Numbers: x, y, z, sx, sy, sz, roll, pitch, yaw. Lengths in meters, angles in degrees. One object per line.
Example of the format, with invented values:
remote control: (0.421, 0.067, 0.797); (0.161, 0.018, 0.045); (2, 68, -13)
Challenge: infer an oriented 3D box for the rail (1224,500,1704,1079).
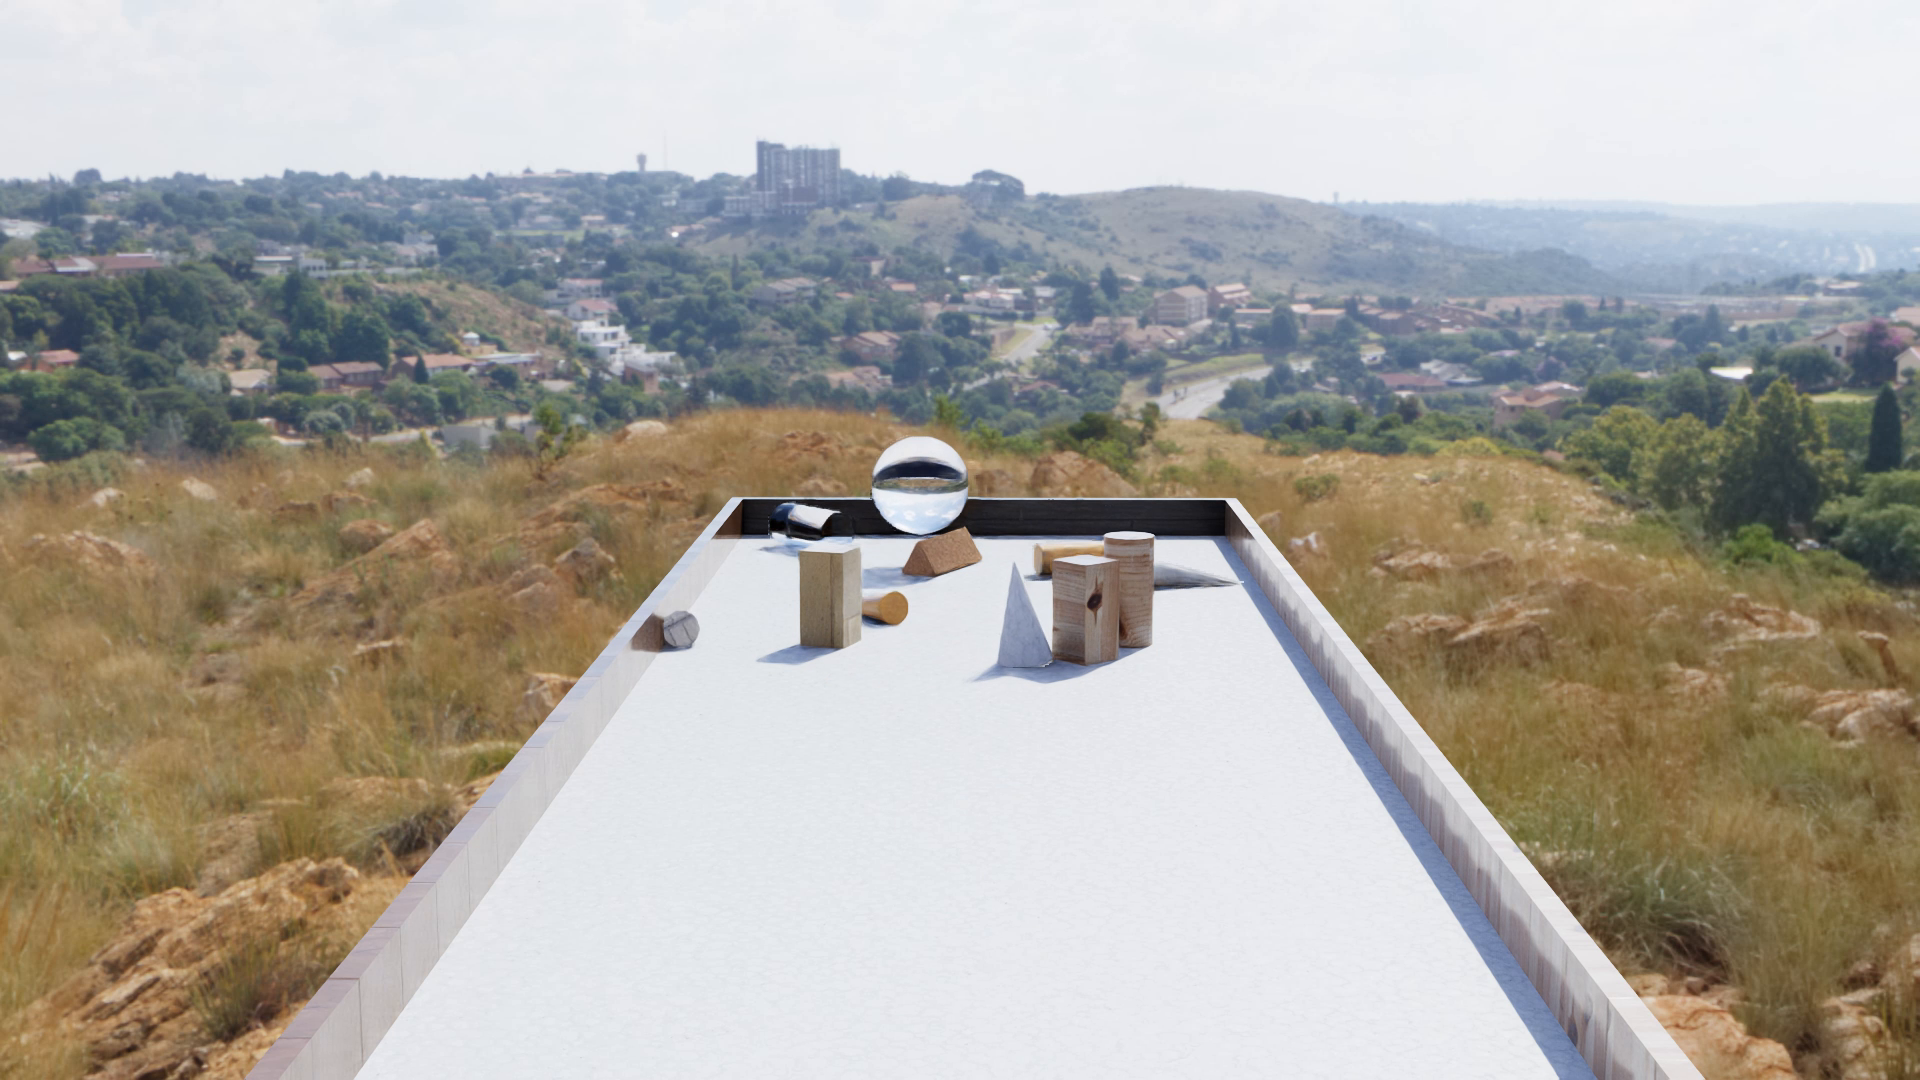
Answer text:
rail: (1.046, 0.843, 3.208); (0.050, 0.150, 12.000); (0, 9, 1)

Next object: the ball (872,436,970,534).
ball: (-0.151, -0.208, 8.338); (0.373, 0.373, 0.373); (0, 9, 0)

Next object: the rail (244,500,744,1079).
rail: (-1.004, 0.839, 3.234); (0.050, 0.150, 12.000); (0, 9, 1)

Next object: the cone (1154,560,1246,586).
cone: (0.823, 0.137, 7.950); (0.439, 0.123, 0.123); (7, 8, -5)

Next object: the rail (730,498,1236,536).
rail: (0.099, -0.098, 9.147); (2.100, 0.150, 0.050); (0, 9, 1)

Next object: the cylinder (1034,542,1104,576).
cylinder: (0.457, 0.067, 8.203); (0.349, 0.118, 0.118); (-2, 9, -15)

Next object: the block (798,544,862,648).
block: (-0.408, 0.176, 6.934); (0.149, 0.303, 0.149); (3, 10, 19)

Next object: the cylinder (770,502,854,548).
cylinder: (-0.591, -0.047, 8.771); (0.168, 0.168, 0.339); (-8, 12, -40)

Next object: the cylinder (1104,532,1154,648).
cylinder: (0.530, 0.156, 6.923); (0.158, 0.345, 0.158); (0, 9, 0)

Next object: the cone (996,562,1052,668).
cone: (0.179, 0.208, 6.612); (0.172, 0.317, 0.172); (-6, 15, 2)

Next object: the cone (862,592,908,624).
cone: (-0.330, 0.223, 7.428); (0.109, 0.109, 0.427); (-6, 3, -32)

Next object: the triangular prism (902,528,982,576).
triangular prism: (-0.067, 0.039, 8.336); (0.141, 0.122, 0.392); (3, 9, 27)

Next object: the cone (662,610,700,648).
cone: (-0.900, 0.276, 7.087); (0.116, 0.116, 0.411); (-1, 1, -7)

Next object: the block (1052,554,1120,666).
block: (0.382, 0.212, 6.690); (0.144, 0.307, 0.144); (-8, 12, -41)
